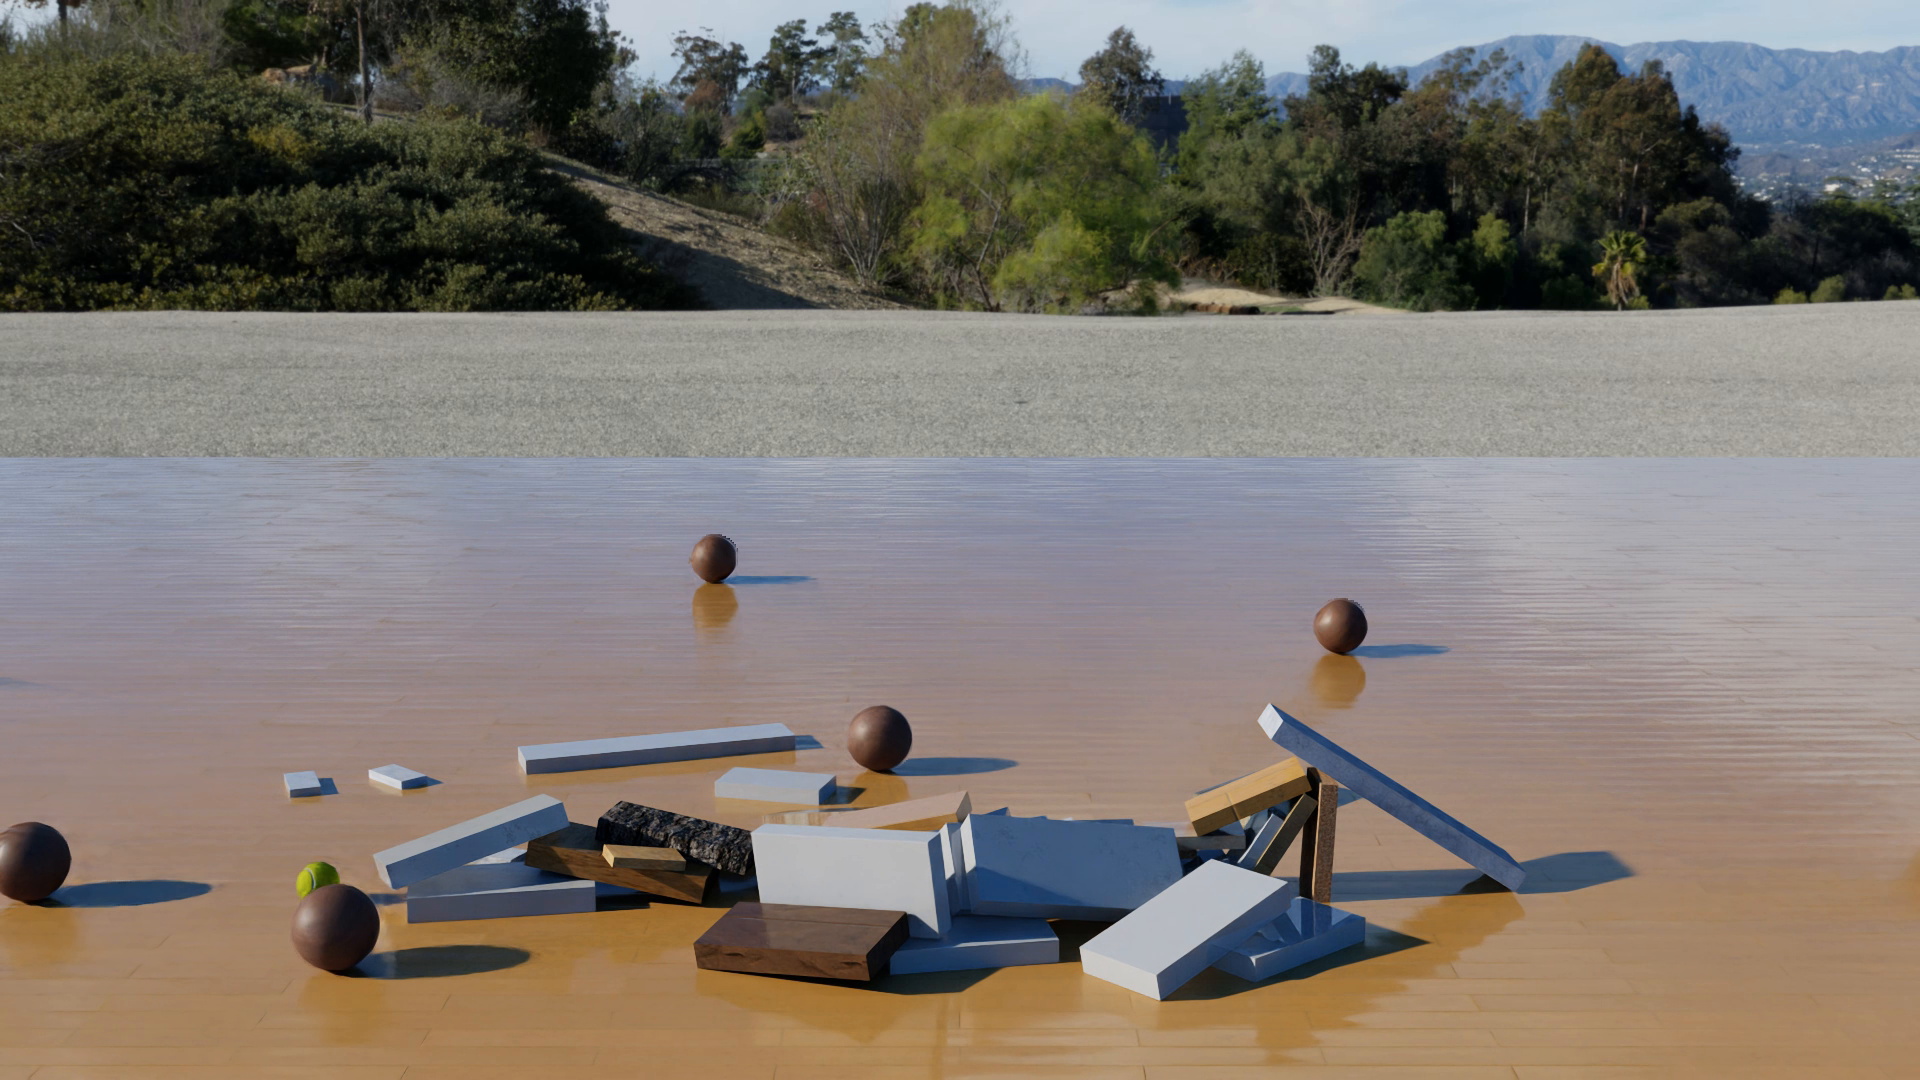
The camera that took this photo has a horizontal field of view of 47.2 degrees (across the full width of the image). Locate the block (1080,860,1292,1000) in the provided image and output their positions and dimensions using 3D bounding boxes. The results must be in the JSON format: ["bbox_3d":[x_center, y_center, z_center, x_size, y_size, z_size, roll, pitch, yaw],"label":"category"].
[{"bbox_3d":[0.347,0.591,3.357,0.310,0.044,0.155,-26,24,-38],"label":"block"}]

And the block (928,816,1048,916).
[{"bbox_3d":[0.016,0.538,3.551,0.292,0.146,0.041,-4,-20,-23],"label":"block"}]

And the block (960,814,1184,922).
[{"bbox_3d":[0.183,0.525,3.497,0.354,0.044,0.155,6,50,-18],"label":"block"}]

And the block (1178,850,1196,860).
[{"bbox_3d":[0.325,0.511,3.671,0.139,0.020,0.069,0,11,5],"label":"block"}]

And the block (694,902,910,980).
[{"bbox_3d":[-0.240,0.607,3.342,0.292,0.041,0.146,-1,17,24],"label":"block"}]

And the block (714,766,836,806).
[{"bbox_3d":[-0.353,0.472,4.223,0.209,0.030,0.104,3,11,15],"label":"block"}]

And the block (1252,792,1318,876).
[{"bbox_3d":[0.518,0.497,3.659,0.029,0.202,0.101,31,7,-9],"label":"block"}]

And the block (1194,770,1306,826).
[{"bbox_3d":[0.573,0.481,4.151,0.131,0.037,0.263,10,14,43],"label":"block"}]

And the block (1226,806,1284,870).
[{"bbox_3d":[0.477,0.516,3.656,0.023,0.163,0.081,31,7,-9],"label":"block"}]

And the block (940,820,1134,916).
[{"bbox_3d":[0.136,0.528,3.542,0.328,0.146,0.041,2,-30,-21],"label":"block"}]

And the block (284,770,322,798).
[{"bbox_3d":[-1.273,0.472,4.257,0.058,0.016,0.115,-4,11,-22],"label":"block"}]

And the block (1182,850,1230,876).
[{"bbox_3d":[0.365,0.555,3.664,0.163,0.023,0.081,-18,11,-1],"label":"block"}]

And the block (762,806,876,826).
[{"bbox_3d":[-0.236,0.499,3.937,0.209,0.030,0.104,-5,-4,20],"label":"block"}]

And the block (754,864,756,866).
[{"bbox_3d":[-0.416,0.552,3.824,0.123,0.017,0.062,5,11,24],"label":"block"}]

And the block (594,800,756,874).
[{"bbox_3d":[-0.472,0.504,3.728,0.261,0.037,0.131,12,8,6],"label":"block"}]

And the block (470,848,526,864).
[{"bbox_3d":[-0.816,0.551,3.837,0.115,0.016,0.058,4,11,22],"label":"block"}]

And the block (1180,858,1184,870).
[{"bbox_3d":[0.301,0.552,3.668,0.139,0.020,0.069,-18,11,0],"label":"block"}]

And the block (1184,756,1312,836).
[{"bbox_3d":[0.477,0.425,3.651,0.202,0.029,0.101,-23,11,3],"label":"block"}]

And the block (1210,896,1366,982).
[{"bbox_3d":[0.495,0.618,3.416,0.263,0.037,0.131,-9,14,-41],"label":"block"}]

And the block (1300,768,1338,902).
[{"bbox_3d":[0.596,0.489,3.656,0.029,0.202,0.101,1,10,-5],"label":"block"}]

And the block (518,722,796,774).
[{"bbox_3d":[-0.616,0.424,4.483,0.550,0.030,0.104,-4,11,-19],"label":"block"}]

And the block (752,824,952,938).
[{"bbox_3d":[-0.170,0.527,3.407,0.310,0.155,0.044,-1,13,26],"label":"block"}]

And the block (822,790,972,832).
[{"bbox_3d":[-0.112,0.477,3.690,0.247,0.035,0.124,-12,9,11],"label":"block"}]

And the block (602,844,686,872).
[{"bbox_3d":[-0.518,0.522,3.610,0.123,0.017,0.062,7,9,-26],"label":"block"}]

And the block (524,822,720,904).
[{"bbox_3d":[-0.560,0.535,3.675,0.299,0.042,0.149,12,8,3],"label":"block"}]

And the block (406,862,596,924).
[{"bbox_3d":[-0.754,0.577,3.626,0.299,0.042,0.149,-2,11,-11],"label":"block"}]

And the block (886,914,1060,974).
[{"bbox_3d":[0.011,0.621,3.399,0.261,0.037,0.131,-2,11,-11],"label":"block"}]

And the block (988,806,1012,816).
[{"bbox_3d":[-0.033,0.522,3.702,0.247,0.035,0.124,-20,9,8],"label":"block"}]

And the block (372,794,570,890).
[{"bbox_3d":[-0.809,0.497,3.640,0.299,0.042,0.149,-19,6,-22],"label":"block"}]

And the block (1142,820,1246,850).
[{"bbox_3d":[0.388,0.491,3.656,0.163,0.023,0.081,-1,11,0],"label":"block"}]

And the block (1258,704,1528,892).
[{"bbox_3d":[0.725,0.432,3.699,0.493,0.037,0.131,32,7,-6],"label":"block"}]

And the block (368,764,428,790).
[{"bbox_3d":[-1.101,0.463,4.306,0.115,0.016,0.058,10,14,43],"label":"block"}]

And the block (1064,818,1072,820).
[{"bbox_3d":[0.113,0.510,3.683,0.170,0.024,0.085,-16,9,-1],"label":"block"}]
